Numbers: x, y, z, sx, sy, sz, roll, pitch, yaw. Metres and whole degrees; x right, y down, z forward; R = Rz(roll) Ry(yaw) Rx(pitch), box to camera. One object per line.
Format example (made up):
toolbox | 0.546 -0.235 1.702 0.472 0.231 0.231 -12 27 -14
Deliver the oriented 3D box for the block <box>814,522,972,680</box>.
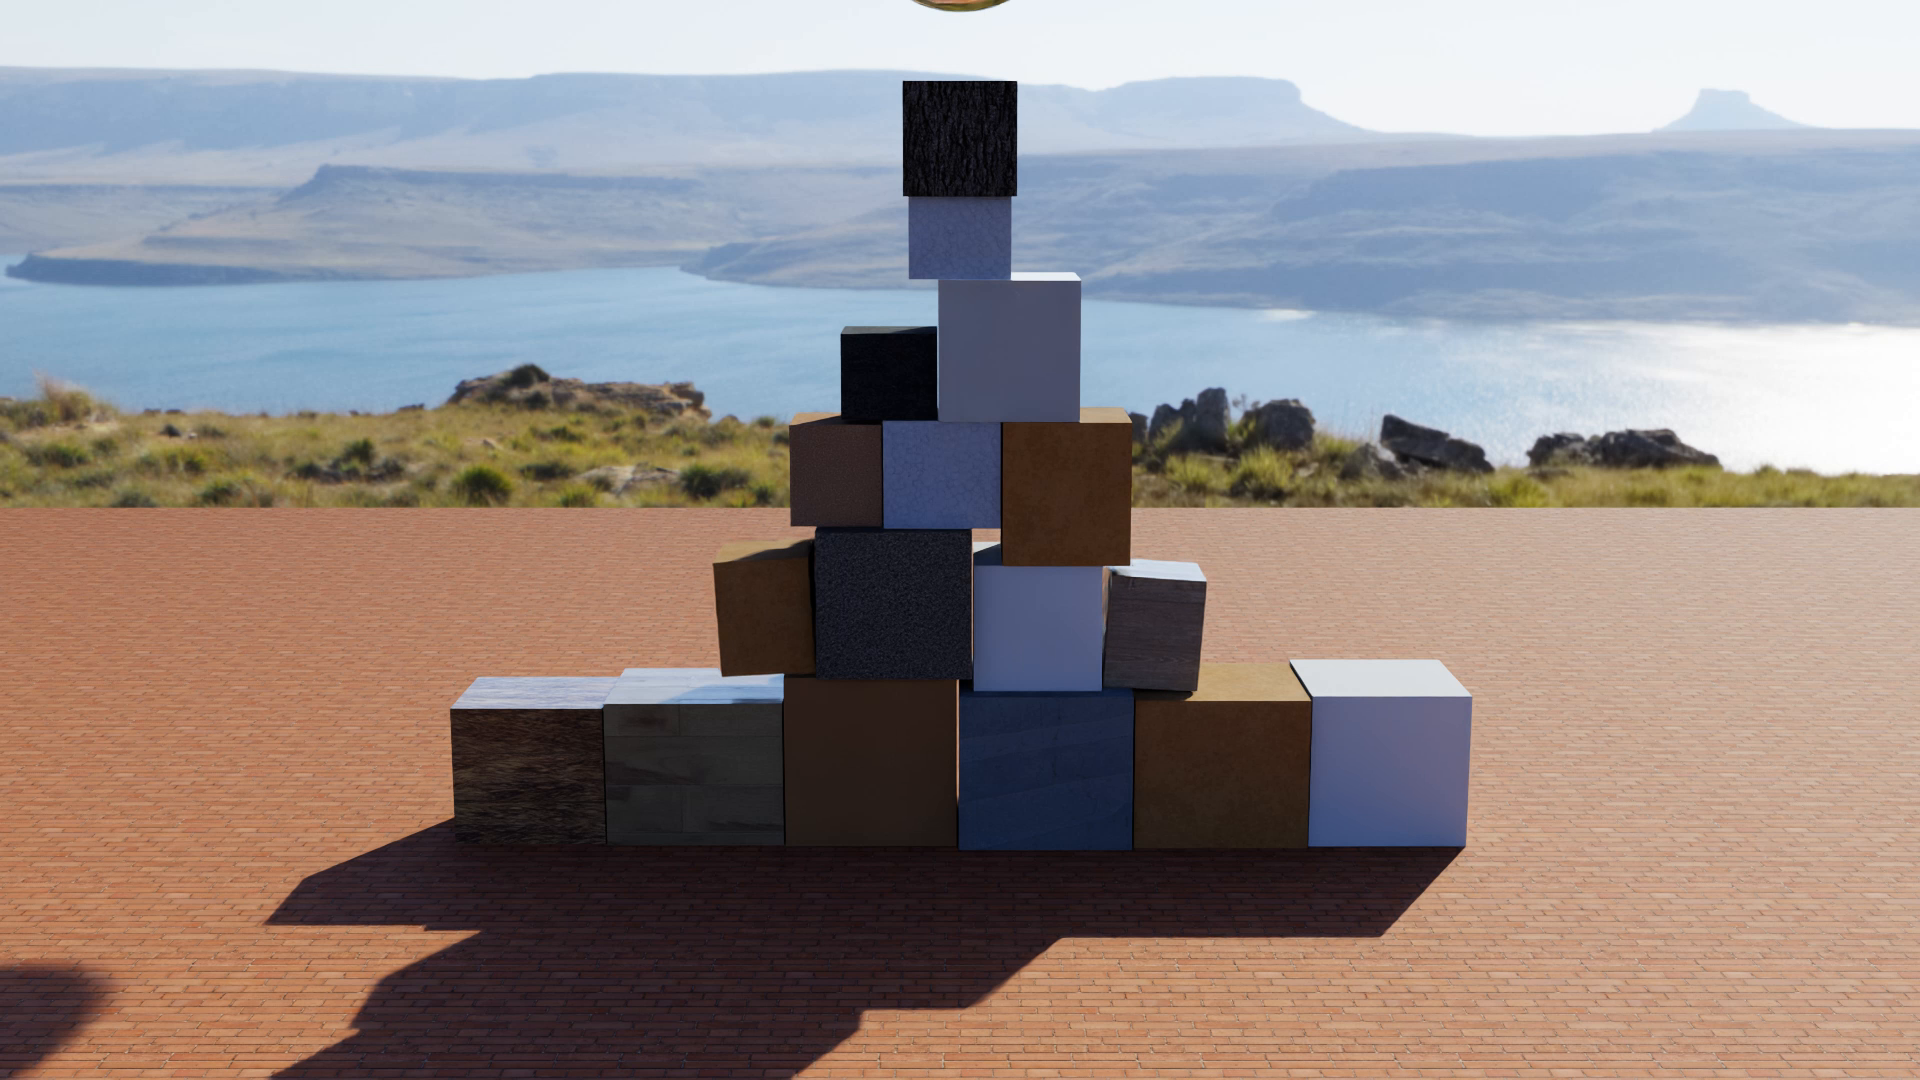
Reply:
block | -0.327 0.258 11.213 0.769 0.740 0.775 0 10 0

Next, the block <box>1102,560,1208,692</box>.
block | 0.976 0.428 11.248 0.475 0.569 0.476 4 10 -1

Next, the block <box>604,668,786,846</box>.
block | -1.334 1.112 11.396 0.891 0.736 0.747 0 10 0

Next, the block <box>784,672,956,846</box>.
block | -0.447 1.047 11.375 0.861 0.871 0.748 0 10 0

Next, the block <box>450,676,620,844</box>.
block | -2.169 1.130 11.373 0.760 0.707 0.656 0 10 0

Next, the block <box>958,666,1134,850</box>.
block | 0.427 1.086 11.388 0.868 0.789 0.896 0 10 0

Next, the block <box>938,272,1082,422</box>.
block | 0.240 -0.973 10.999 0.691 0.689 0.636 0 10 0

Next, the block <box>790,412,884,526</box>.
block | -0.615 -0.361 11.134 0.455 0.507 0.494 0 10 0

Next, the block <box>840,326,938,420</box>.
block | -0.351 -0.842 11.024 0.471 0.423 0.452 0 10 0

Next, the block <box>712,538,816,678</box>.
block | -0.974 0.340 11.226 0.473 0.584 0.536 -3 10 1

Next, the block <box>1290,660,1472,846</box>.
block | 2.152 1.090 11.394 0.794 0.778 0.787 0 10 0

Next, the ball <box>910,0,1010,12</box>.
ball | 0.000 -4.560 15.591 1.600 1.600 1.600 0 10 0

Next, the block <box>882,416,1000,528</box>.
block | -0.088 -0.368 11.094 0.578 0.535 0.543 0 10 0

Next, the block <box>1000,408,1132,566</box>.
block | 0.527 -0.278 11.118 0.632 0.715 0.636 0 10 0

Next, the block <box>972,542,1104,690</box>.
block | 0.389 0.383 11.264 0.641 0.639 0.652 0 10 0

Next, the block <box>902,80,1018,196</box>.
block | 0.000 -1.975 10.825 0.549 0.545 0.605 0 10 0

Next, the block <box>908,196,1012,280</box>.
block | 0.000 -1.509 10.903 0.498 0.400 0.501 0 10 0

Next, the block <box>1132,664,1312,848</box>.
block | 1.308 1.102 11.375 0.874 0.763 0.801 0 10 0
